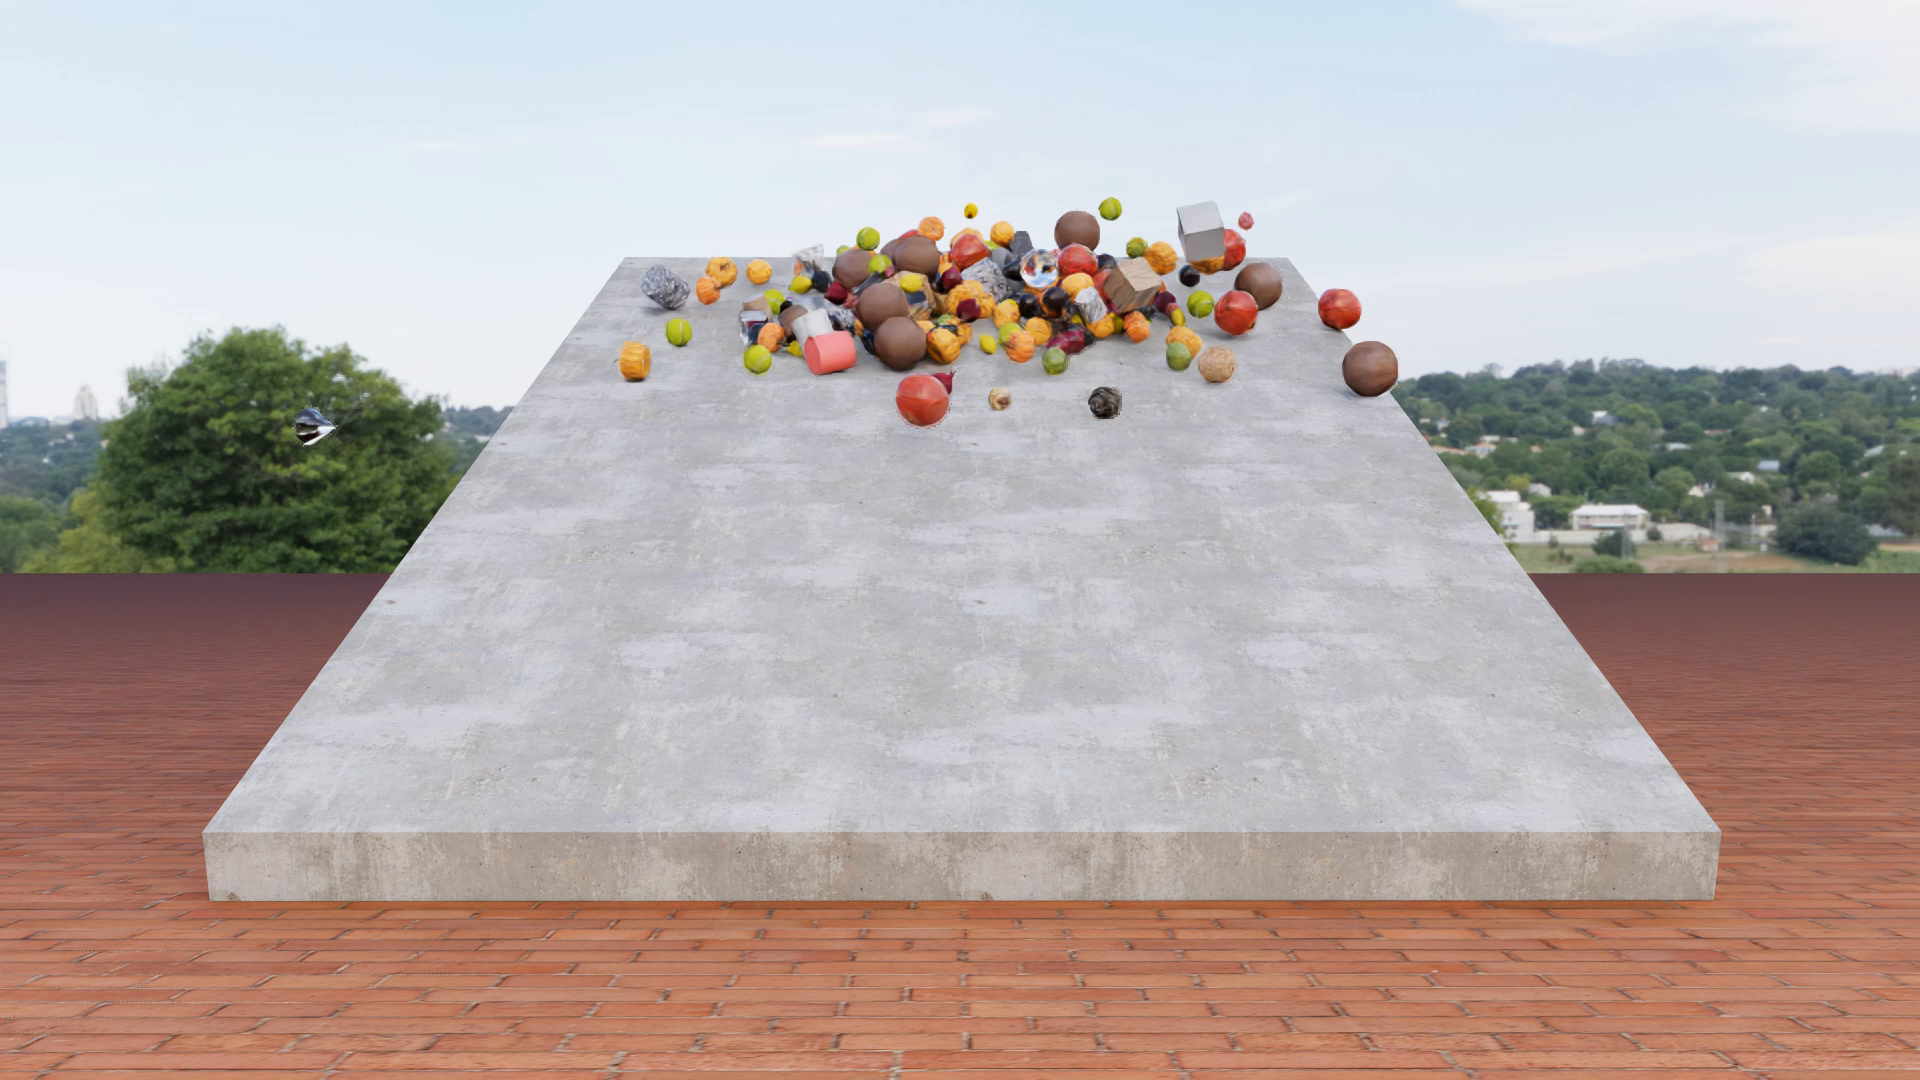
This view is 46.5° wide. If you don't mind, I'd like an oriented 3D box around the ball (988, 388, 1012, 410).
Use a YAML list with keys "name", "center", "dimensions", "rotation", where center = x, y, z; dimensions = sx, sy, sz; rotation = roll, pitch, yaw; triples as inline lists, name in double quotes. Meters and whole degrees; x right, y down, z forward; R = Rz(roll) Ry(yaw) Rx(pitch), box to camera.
- name: "ball"
  center: [0.089, -0.316, 5.015]
  dimensions: [0.052, 0.052, 0.052]
  rotation: [0, -1, 0]

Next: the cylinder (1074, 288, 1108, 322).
- name: "cylinder"
  center: [0.331, -0.595, 5.656]
  dimensions: [0.062, 0.062, 0.062]
  rotation: [-1, -44, 37]

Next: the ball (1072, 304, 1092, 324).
- name: "ball"
  center: [0.328, -0.597, 5.856]
  dimensions: [0.066, 0.066, 0.066]
  rotation: [0, -1, 0]

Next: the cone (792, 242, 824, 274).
- name: "cone"
  center: [-0.436, -0.797, 6.275]
  dimensions: [0.088, 0.088, 0.088]
  rotation: [6, -3, -23]

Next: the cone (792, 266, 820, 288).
- name: "cone"
  center: [-0.445, -0.733, 6.325]
  dimensions: [0.072, 0.072, 0.072]
  rotation: [-22, -9, 22]

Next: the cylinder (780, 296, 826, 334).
- name: "cylinder"
  center: [-0.404, -0.580, 5.765]
  dimensions: [0.088, 0.088, 0.088]
  rotation: [-13, 7, -36]

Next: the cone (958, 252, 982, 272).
- name: "cone"
  center: [0.013, -0.772, 6.375]
  dimensions: [0.080, 0.080, 0.080]
  rotation: [0, 17, 32]

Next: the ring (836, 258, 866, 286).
- name: "ring"
  center: [-0.309, -0.763, 6.351]
  dimensions: [0.093, 0.093, 0.031]
  rotation: [0, -31, -35]

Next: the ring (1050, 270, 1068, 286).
- name: "ring"
  center: [0.245, -0.750, 6.368]
  dimensions: [0.122, 0.041, 0.122]
  rotation: [0, 18, 0]

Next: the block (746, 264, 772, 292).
- name: "block"
  center: [-0.565, -0.731, 6.275]
  dimensions: [0.054, 0.054, 0.054]
  rotation: [15, 40, -16]

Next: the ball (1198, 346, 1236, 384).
- name: "ball"
  center: [0.602, -0.411, 5.252]
  dimensions: [0.088, 0.088, 0.088]
  rotation: [0, -1, 0]

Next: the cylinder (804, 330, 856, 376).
- name: "cylinder"
  center: [-0.310, -0.448, 5.341]
  dimensions: [0.092, 0.092, 0.092]
  rotation: [-14, 5, -25]

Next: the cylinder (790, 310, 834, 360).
- name: "cylinder"
  center: [-0.354, -0.502, 5.464]
  dimensions: [0.092, 0.092, 0.092]
  rotation: [-21, -5, -2]

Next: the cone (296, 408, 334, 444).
- name: "cone"
  center: [-1.641, -0.291, 5.758]
  dimensions: [0.095, 0.095, 0.095]
  rotation: [5, 2, 30]

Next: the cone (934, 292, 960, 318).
- name: "cone"
  center: [-0.050, -0.631, 5.877]
  dimensions: [0.068, 0.068, 0.068]
  rotation: [43, -25, -29]

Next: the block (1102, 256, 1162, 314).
- name: "block"
  center: [0.431, -0.639, 5.602]
  dimensions: [0.090, 0.090, 0.090]
  rotation: [-20, -21, -34]

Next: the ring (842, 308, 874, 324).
- name: "ring"
  center: [-0.271, -0.588, 5.885]
  dimensions: [0.091, 0.030, 0.091]
  rotation: [-1, 18, 0]

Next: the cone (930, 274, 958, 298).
- name: "cone"
  center: [-0.036, -0.665, 6.111]
  dimensions: [0.085, 0.085, 0.085]
  rotation: [-9, -44, -9]

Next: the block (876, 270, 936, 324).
- name: "block"
  center: [-0.141, -0.635, 5.871]
  dimensions: [0.099, 0.099, 0.099]
  rotation: [-38, 36, -29]

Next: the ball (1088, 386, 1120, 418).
- name: "ball"
  center: [0.321, -0.306, 4.953]
  dimensions: [0.071, 0.071, 0.071]
  rotation: [0, -1, 0]

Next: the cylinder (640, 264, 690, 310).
- name: "cylinder"
  center: [-0.789, -0.676, 5.993]
  dimensions: [0.092, 0.092, 0.092]
  rotation: [-1, -21, 37]

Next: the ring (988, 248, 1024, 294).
- name: "ring"
  center: [0.128, -0.747, 6.202]
  dimensions: [0.046, 0.137, 0.137]
  rotation: [-24, -13, 29]

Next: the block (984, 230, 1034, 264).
- name: "block"
  center: [0.147, -0.832, 6.477]
  dimensions: [0.093, 0.093, 0.093]
  rotation: [-17, -4, -44]

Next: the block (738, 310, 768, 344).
- name: "block"
  center: [-0.523, -0.539, 5.662]
  dimensions: [0.061, 0.061, 0.061]
  rotation: [-8, 31, -16]

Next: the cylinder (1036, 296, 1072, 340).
- name: "cylinder"
  center: [0.240, -0.570, 5.727]
  dimensions: [0.090, 0.090, 0.090]
  rotation: [0, 21, -1]

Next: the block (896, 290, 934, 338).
- name: "block"
  center: [-0.114, -0.570, 5.642]
  dimensions: [0.075, 0.075, 0.075]
  rotation: [-15, 43, 1]

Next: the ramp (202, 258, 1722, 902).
- name: "ramp"
  center: [-0.004, -0.187, 4.862]
  dimensions: [2.000, 0.100, 4.000]
  rotation: [0, 18, 0]

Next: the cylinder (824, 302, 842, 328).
- name: "cylinder"
  center: [-0.349, -0.577, 5.864]
  dimensions: [0.076, 0.076, 0.076]
  rotation: [1, -8, 0]

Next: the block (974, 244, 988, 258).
- name: "block"
  center: [0.074, -0.828, 6.567]
  dimensions: [0.065, 0.065, 0.065]
  rotation: [-1, 18, -4]

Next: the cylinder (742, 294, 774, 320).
- name: "cylinder"
  center: [-0.529, -0.602, 5.842]
  dimensions: [0.065, 0.065, 0.065]
  rotation: [-19, 18, 6]

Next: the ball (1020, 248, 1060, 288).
- name: "ball"
  center: [0.200, -0.683, 5.628]
  dimensions: [0.099, 0.099, 0.099]
  rotation: [0, -1, 0]

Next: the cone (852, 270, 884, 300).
- name: "cone"
  center: [-0.252, -0.670, 6.000]
  dimensions: [0.086, 0.086, 0.086]
  rotation: [-17, 2, -9]

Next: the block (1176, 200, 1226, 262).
- name: "block"
  center: [0.607, -0.777, 5.632]
  dimensions: [0.100, 0.100, 0.100]
  rotation: [-11, -39, 0]

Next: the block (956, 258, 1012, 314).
- name: "block"
  center: [0.066, -0.684, 6.008]
  dimensions: [0.096, 0.096, 0.096]
  rotation: [-32, 29, -6]

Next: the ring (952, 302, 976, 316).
- name: "ring"
  center: [0.003, -0.617, 5.984]
  dimensions: [0.077, 0.026, 0.077]
  rotation: [-1, 17, 0]
